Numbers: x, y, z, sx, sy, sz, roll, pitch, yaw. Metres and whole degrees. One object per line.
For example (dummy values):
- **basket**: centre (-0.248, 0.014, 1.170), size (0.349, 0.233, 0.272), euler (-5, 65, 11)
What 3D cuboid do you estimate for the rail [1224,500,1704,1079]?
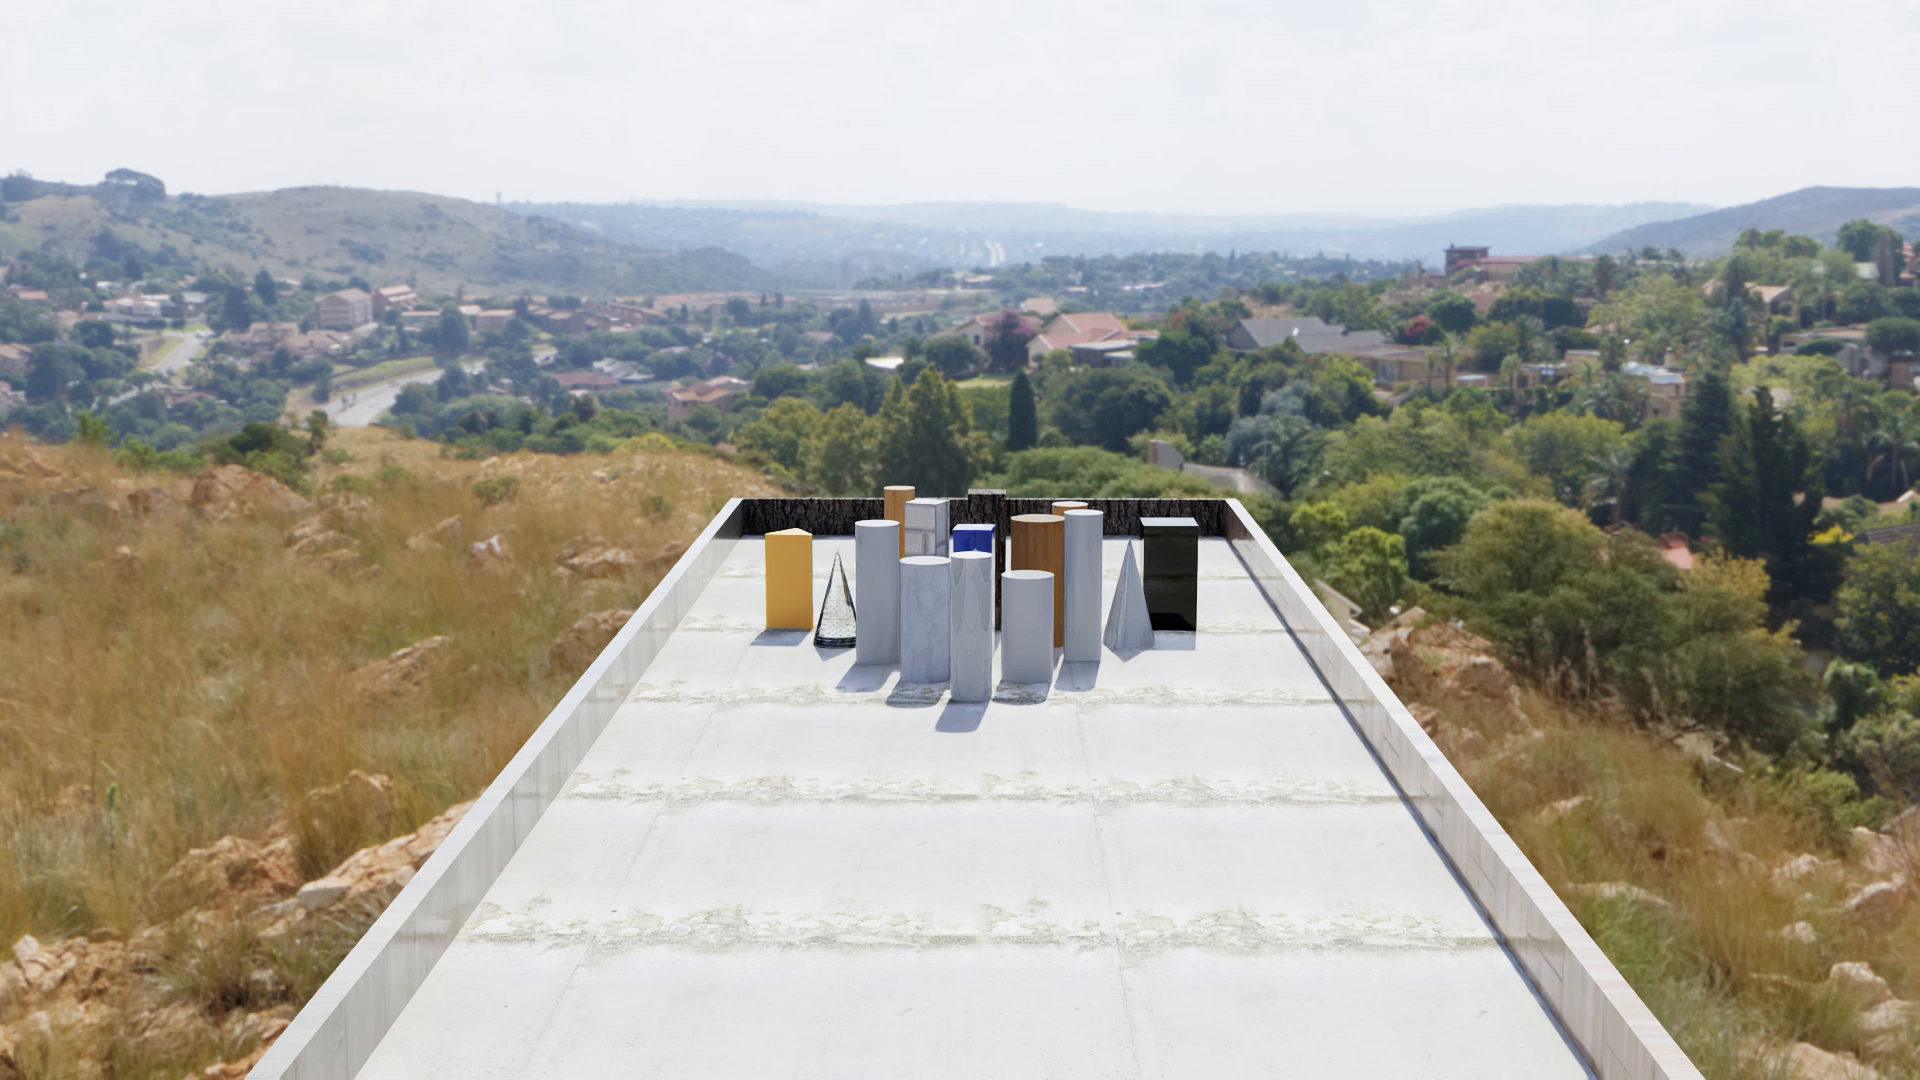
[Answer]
- **rail**: centre (1.046, 0.843, 3.208), size (0.050, 0.150, 12.000), euler (0, 9, 1)

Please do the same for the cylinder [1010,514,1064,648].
- **cylinder**: centre (0.245, 0.129, 6.914), size (0.171, 0.400, 0.171), euler (0, 9, 0)

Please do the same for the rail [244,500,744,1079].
- **rail**: centre (-1.004, 0.839, 3.234), size (0.050, 0.150, 12.000), euler (0, 9, 1)

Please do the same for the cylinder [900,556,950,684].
- **cylinder**: centre (-0.100, 0.232, 6.425), size (0.151, 0.350, 0.151), euler (0, 9, 0)

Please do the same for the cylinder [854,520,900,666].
- **cylinder**: centre (-0.250, 0.158, 6.662), size (0.133, 0.423, 0.133), euler (0, 9, 0)

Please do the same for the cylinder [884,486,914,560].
- **cylinder**: centre (-0.197, 0.057, 7.187), size (0.100, 0.458, 0.100), euler (0, 9, 0)

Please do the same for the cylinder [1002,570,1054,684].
- **cylinder**: centre (0.197, 0.253, 6.429), size (0.154, 0.308, 0.154), euler (0, 9, 0)

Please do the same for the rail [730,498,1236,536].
- **rail**: centre (0.099, -0.098, 9.147), size (2.100, 0.150, 0.050), euler (0, 9, 1)

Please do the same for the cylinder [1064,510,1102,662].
- **cylinder**: centre (0.374, 0.139, 6.690), size (0.117, 0.451, 0.117), euler (0, 9, 0)

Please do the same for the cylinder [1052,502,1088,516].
- **cylinder**: centre (0.357, 0.085, 7.163), size (0.117, 0.409, 0.117), euler (0, 9, 0)

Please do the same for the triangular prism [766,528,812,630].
- **triangular prism**: centre (-0.548, 0.125, 7.226), size (0.154, 0.311, 0.134), euler (1, 9, 7)

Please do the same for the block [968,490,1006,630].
- **block**: centre (0.088, 0.063, 7.185), size (0.123, 0.446, 0.123), euler (0, 9, 1)

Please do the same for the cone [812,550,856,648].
- **cone**: centre (-0.384, 0.175, 6.922), size (0.165, 0.309, 0.165), euler (0, 9, 0)

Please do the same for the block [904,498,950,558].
- **block**: centre (-0.103, 0.101, 6.937), size (0.104, 0.449, 0.104), euler (4, 10, 25)

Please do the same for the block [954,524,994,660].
- **block**: centre (0.043, 0.163, 6.680), size (0.114, 0.408, 0.114), euler (1, 9, 7)

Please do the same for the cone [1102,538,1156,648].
- **cone**: centre (0.533, 0.156, 6.930), size (0.172, 0.343, 0.172), euler (0, 9, 0)

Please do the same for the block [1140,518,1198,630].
- **block**: centre (0.682, 0.111, 7.206), size (0.176, 0.346, 0.176), euler (0, 9, 1)

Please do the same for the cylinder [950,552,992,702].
- **cylinder**: centre (0.031, 0.243, 6.179), size (0.118, 0.407, 0.118), euler (0, 9, 0)
